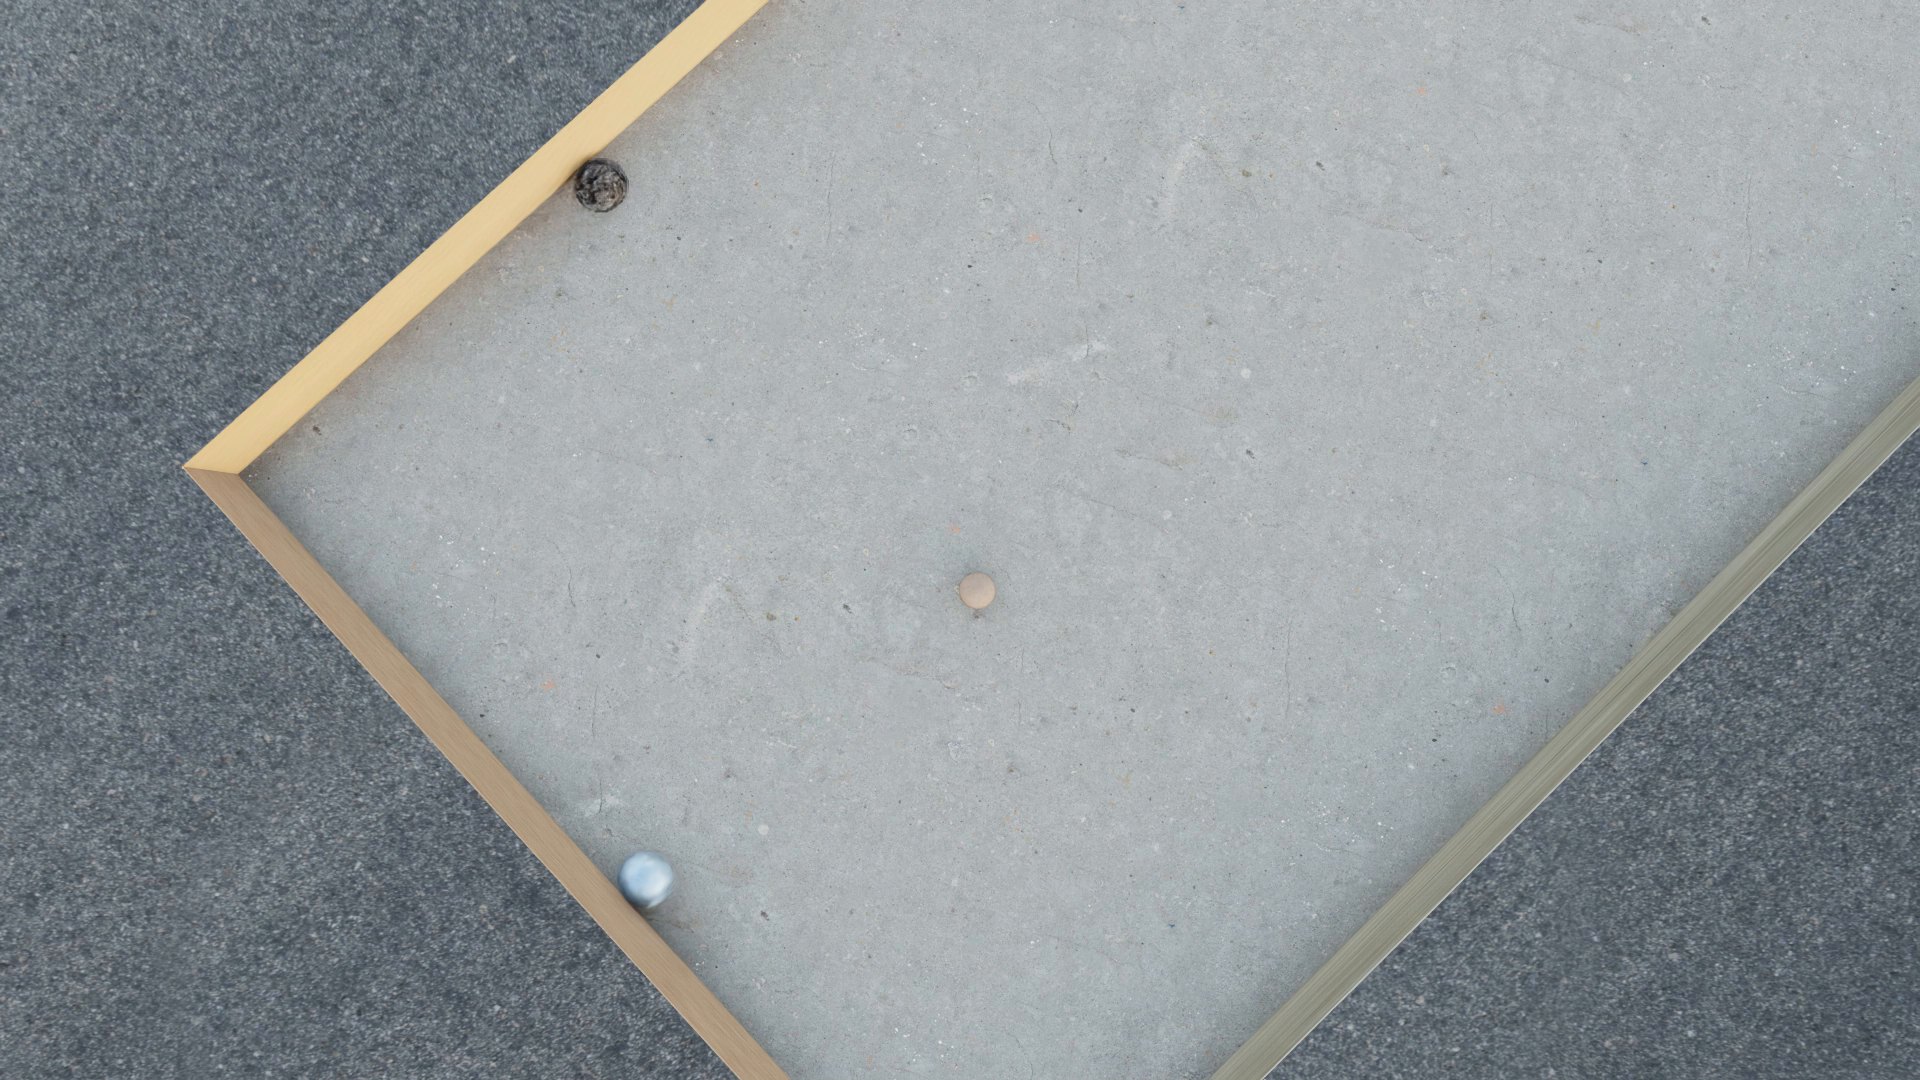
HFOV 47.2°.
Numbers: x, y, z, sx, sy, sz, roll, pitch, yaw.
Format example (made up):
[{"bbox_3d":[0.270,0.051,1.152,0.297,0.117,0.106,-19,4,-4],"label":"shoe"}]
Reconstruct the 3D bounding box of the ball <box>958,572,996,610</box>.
[{"bbox_3d":[0.026,0.075,3.268,0.056,0.056,0.056,0,81,0],"label":"ball"}]

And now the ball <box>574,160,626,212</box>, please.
[{"bbox_3d":[-0.548,-0.539,3.351,0.078,0.078,0.078,0,81,0],"label":"ball"}]

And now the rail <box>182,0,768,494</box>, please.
[{"bbox_3d":[-0.023,-1.116,3.426,3.037,0.104,0.045,-43,84,-6],"label":"rail"}]

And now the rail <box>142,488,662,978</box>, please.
[{"bbox_3d":[-0.544,0.508,3.176,0.045,0.104,1.712,-43,127,-6],"label":"rail"}]

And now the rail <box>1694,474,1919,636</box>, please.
[{"bbox_3d":[1.123,0.087,3.240,0.045,3.037,0.104,-43,84,-6],"label":"rail"}]

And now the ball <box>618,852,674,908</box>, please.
[{"bbox_3d":[-0.455,0.493,3.191,0.080,0.080,0.080,0,81,0],"label":"ball"}]
